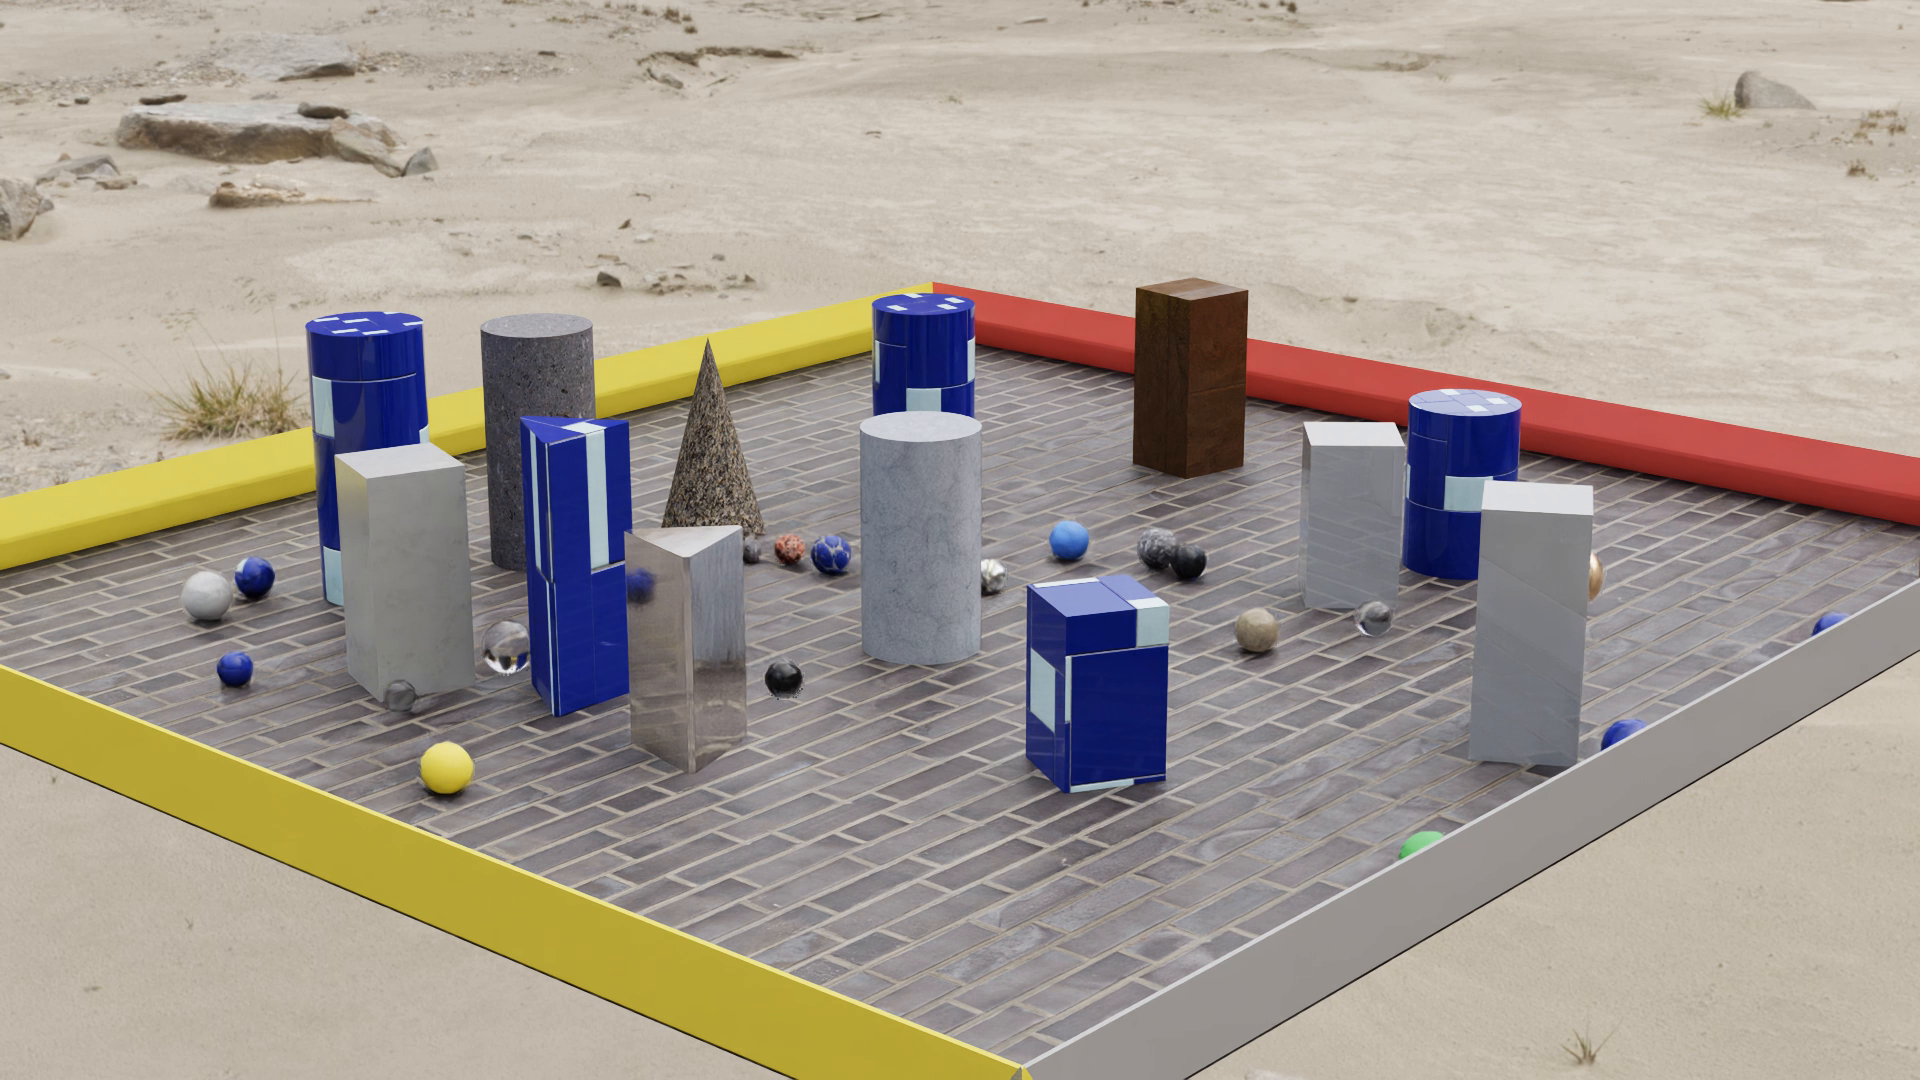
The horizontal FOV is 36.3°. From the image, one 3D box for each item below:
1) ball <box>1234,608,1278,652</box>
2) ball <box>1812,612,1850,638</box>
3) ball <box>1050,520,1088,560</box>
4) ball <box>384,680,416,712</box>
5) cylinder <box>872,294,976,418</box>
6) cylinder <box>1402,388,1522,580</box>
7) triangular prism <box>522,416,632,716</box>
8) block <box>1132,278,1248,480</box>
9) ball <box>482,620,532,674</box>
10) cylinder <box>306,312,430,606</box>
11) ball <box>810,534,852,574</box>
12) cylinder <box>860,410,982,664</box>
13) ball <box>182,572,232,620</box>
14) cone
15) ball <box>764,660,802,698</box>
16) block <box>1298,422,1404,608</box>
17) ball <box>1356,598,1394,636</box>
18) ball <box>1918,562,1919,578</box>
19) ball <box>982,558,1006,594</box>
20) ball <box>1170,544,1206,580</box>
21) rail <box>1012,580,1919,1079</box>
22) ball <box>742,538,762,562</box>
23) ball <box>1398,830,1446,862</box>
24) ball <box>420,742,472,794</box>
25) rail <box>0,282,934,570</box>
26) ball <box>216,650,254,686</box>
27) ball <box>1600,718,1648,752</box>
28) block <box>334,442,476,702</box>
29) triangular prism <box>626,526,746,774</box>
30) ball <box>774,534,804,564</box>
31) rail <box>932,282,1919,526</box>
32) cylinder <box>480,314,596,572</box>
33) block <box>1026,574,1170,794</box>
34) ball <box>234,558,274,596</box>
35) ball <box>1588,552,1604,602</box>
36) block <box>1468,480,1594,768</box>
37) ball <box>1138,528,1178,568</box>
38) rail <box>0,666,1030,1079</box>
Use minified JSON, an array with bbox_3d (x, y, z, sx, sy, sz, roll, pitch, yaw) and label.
[{"bbox_3d":[0.489,0.149,4.836,0.072,0.072,0.072,0,17,0],"label":"ball"},{"bbox_3d":[1.432,0.159,4.783,0.082,0.082,0.082,0,17,0],"label":"ball"},{"bbox_3d":[0.198,0.001,5.328,0.072,0.072,0.072,0,17,0],"label":"ball"},{"bbox_3d":[-0.872,0.242,4.565,0.049,0.049,0.049,0,17,0],"label":"ball"},{"bbox_3d":[-0.070,-0.268,5.675,0.199,0.386,0.199,0,17,0],"label":"cylinder"},{"bbox_3d":[0.901,-0.102,5.271,0.199,0.301,0.199,0,17,0],"label":"cylinder"},{"bbox_3d":[-0.626,0.031,4.589,0.149,0.439,0.172,14,22,38],"label":"triangular prism"},{"bbox_3d":[0.464,-0.328,5.911,0.159,0.364,0.159,-13,21,-37],"label":"block"},{"bbox_3d":[-0.729,0.172,4.733,0.087,0.087,0.087,0,17,0],"label":"ball"},{"bbox_3d":[-1.018,-0.139,5.083,0.199,0.481,0.199,0,17,0],"label":"cylinder"},{"bbox_3d":[-0.231,0.026,5.242,0.072,0.072,0.072,0,17,0],"label":"ball"},{"bbox_3d":[-0.064,-0.005,4.820,0.199,0.376,0.199,0,17,0],"label":"cylinder"},{"bbox_3d":[-1.282,0.095,4.993,0.084,0.084,0.084,0,17,0],"label":"ball"},{"bbox_3d":[-0.463,-0.194,5.443,0.199,0.378,0.199,0,17,0],"label":"cone"},{"bbox_3d":[-0.278,0.219,4.625,0.059,0.059,0.059,0,17,0],"label":"ball"},{"bbox_3d":[0.678,-0.044,5.098,0.159,0.290,0.159,1,17,2],"label":"block"},{"bbox_3d":[0.695,0.130,4.915,0.063,0.063,0.063,0,17,0],"label":"ball"},{"bbox_3d":[1.721,0.052,5.115,0.096,0.096,0.096,0,17,0],"label":"ball"},{"bbox_3d":[0.050,0.063,5.138,0.061,0.061,0.061,0,17,0],"label":"ball"},{"bbox_3d":[0.407,0.038,5.218,0.064,0.064,0.064,0,17,0],"label":"ball"},{"bbox_3d":[1.038,0.292,4.257,0.045,0.129,3.019,14,22,39],"label":"rail"},{"bbox_3d":[-0.382,0.018,5.316,0.044,0.044,0.044,0,17,0],"label":"ball"},{"bbox_3d":[0.624,0.426,3.904,0.078,0.078,0.078,0,17,0],"label":"ball"},{"bbox_3d":[-0.742,0.329,4.232,0.075,0.075,0.075,0,17,0],"label":"ball"},{"bbox_3d":[-1.038,-0.228,5.983,0.045,0.129,3.019,14,22,39],"label":"rail"},{"bbox_3d":[-1.155,0.205,4.675,0.057,0.057,0.057,0,17,0],"label":"ball"},{"bbox_3d":[0.982,0.305,4.293,0.086,0.086,0.086,0,17,0],"label":"ball"},{"bbox_3d":[-0.881,0.049,4.659,0.159,0.365,0.159,-9,19,-28],"label":"block"},{"bbox_3d":[-0.385,0.152,4.371,0.149,0.334,0.172,-12,21,-35],"label":"triangular prism"},{"bbox_3d":[-0.308,0.016,5.306,0.054,0.054,0.054,0,17,0],"label":"ball"},{"bbox_3d":[0.974,-0.291,6.194,2.797,0.129,0.045,14,22,39],"label":"rail"},{"bbox_3d":[-0.755,-0.176,5.292,0.199,0.432,0.199,0,17,0],"label":"cylinder"},{"bbox_3d":[0.199,0.209,4.296,0.159,0.269,0.159,-6,18,-19],"label":"block"},{"bbox_3d":[-1.232,0.065,5.119,0.069,0.069,0.069,0,17,0],"label":"ball"},{"bbox_3d":[1.065,0.062,5.076,0.099,0.099,0.099,0,17,0],"label":"ball"},{"bbox_3d":[0.851,0.123,4.371,0.159,0.389,0.159,3,17,11],"label":"block"},{"bbox_3d":[0.357,0.015,5.279,0.072,0.072,0.072,0,17,0],"label":"ball"},{"bbox_3d":[-0.974,0.356,4.046,2.797,0.129,0.045,14,22,39],"label":"rail"}]
